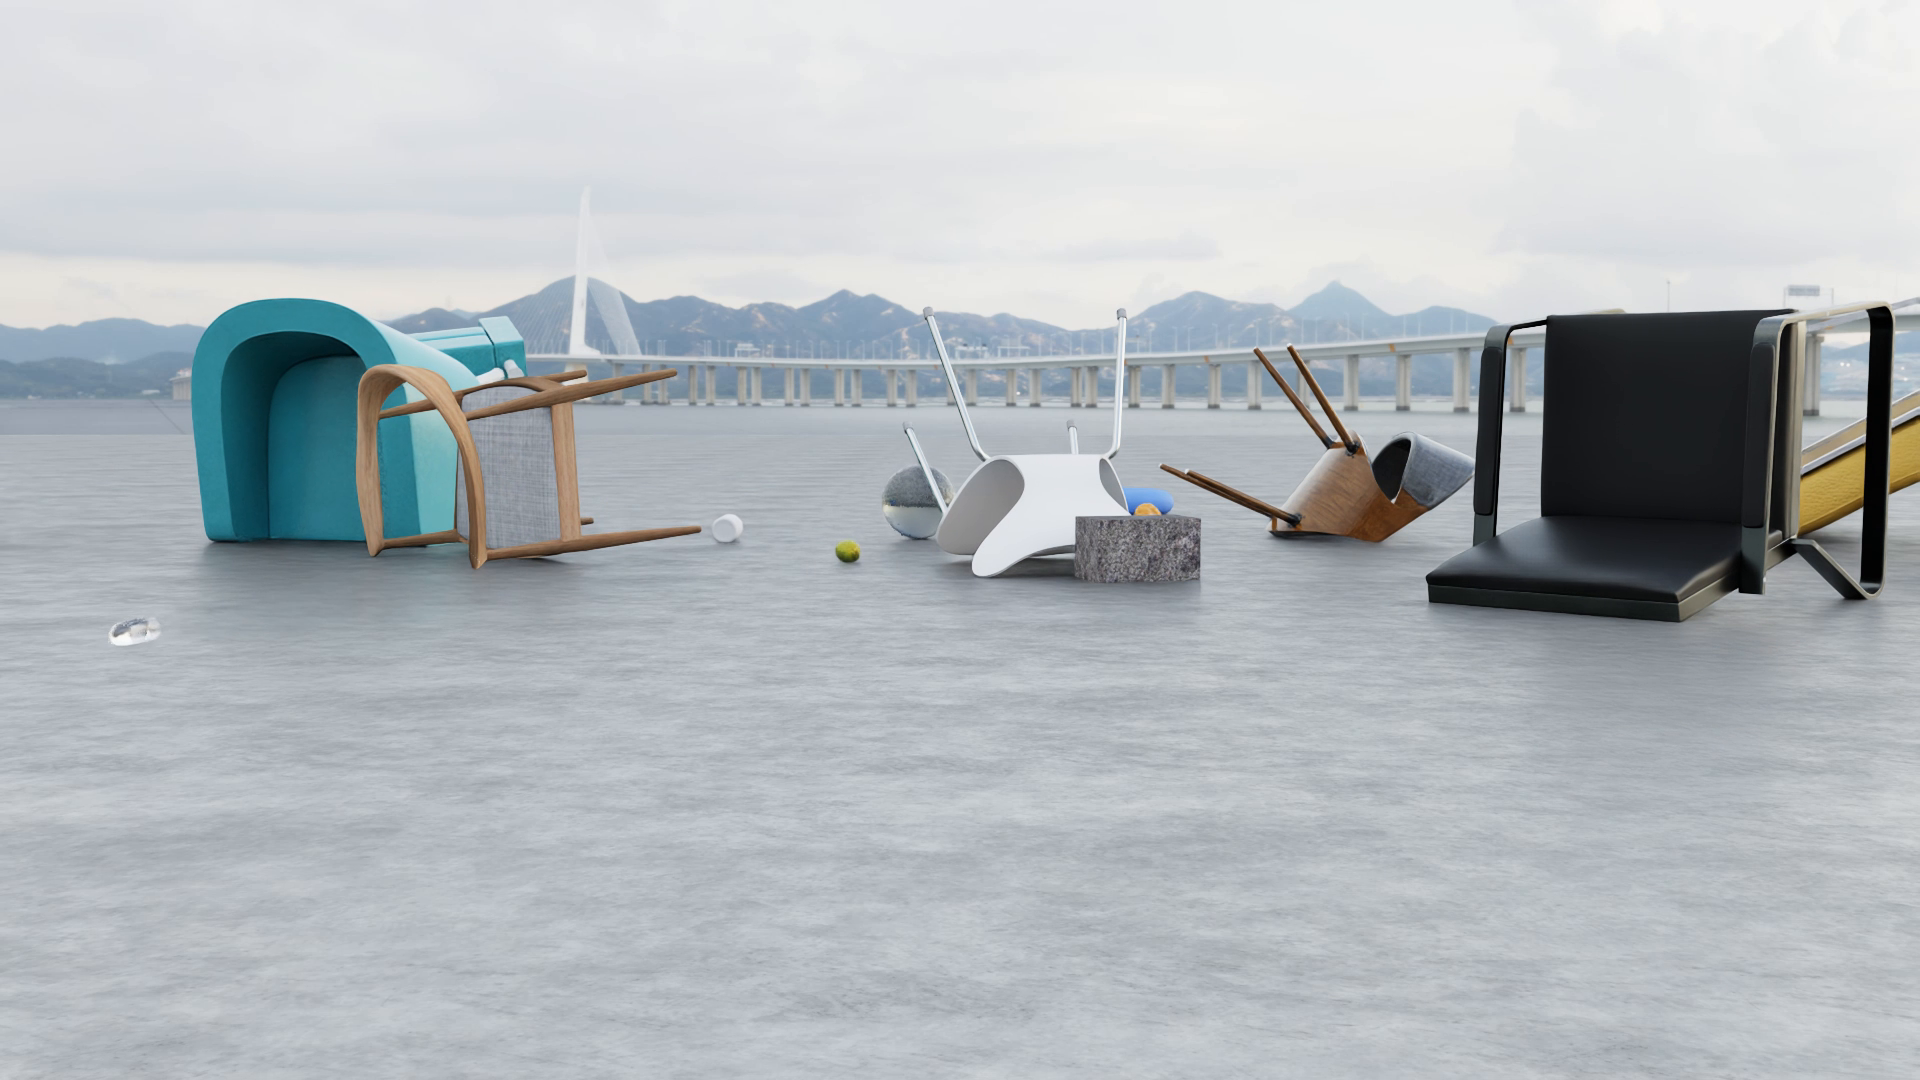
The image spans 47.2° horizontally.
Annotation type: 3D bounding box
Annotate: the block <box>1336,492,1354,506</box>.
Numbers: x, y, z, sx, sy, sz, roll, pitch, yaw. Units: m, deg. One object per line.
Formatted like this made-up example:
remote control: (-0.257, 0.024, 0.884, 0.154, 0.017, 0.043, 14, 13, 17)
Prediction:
block: (1.483, -0.157, 8.460, 0.043, 0.052, 0.059, -3, 5, -35)

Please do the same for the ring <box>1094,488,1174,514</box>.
ring: (0.626, -0.139, 7.936, 0.297, 0.090, 0.225, 3, 6, 23)

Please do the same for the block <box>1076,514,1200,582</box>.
block: (0.420, 0.019, 5.202, 0.255, 0.146, 0.162, -1, 4, -16)

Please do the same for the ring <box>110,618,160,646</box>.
ring: (-1.460, 0.162, 3.896, 0.049, 0.039, 0.113, -1, 6, 22)

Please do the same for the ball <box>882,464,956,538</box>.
ball: (-0.123, -0.115, 6.591, 0.223, 0.223, 0.223, 0, 4, 0)
